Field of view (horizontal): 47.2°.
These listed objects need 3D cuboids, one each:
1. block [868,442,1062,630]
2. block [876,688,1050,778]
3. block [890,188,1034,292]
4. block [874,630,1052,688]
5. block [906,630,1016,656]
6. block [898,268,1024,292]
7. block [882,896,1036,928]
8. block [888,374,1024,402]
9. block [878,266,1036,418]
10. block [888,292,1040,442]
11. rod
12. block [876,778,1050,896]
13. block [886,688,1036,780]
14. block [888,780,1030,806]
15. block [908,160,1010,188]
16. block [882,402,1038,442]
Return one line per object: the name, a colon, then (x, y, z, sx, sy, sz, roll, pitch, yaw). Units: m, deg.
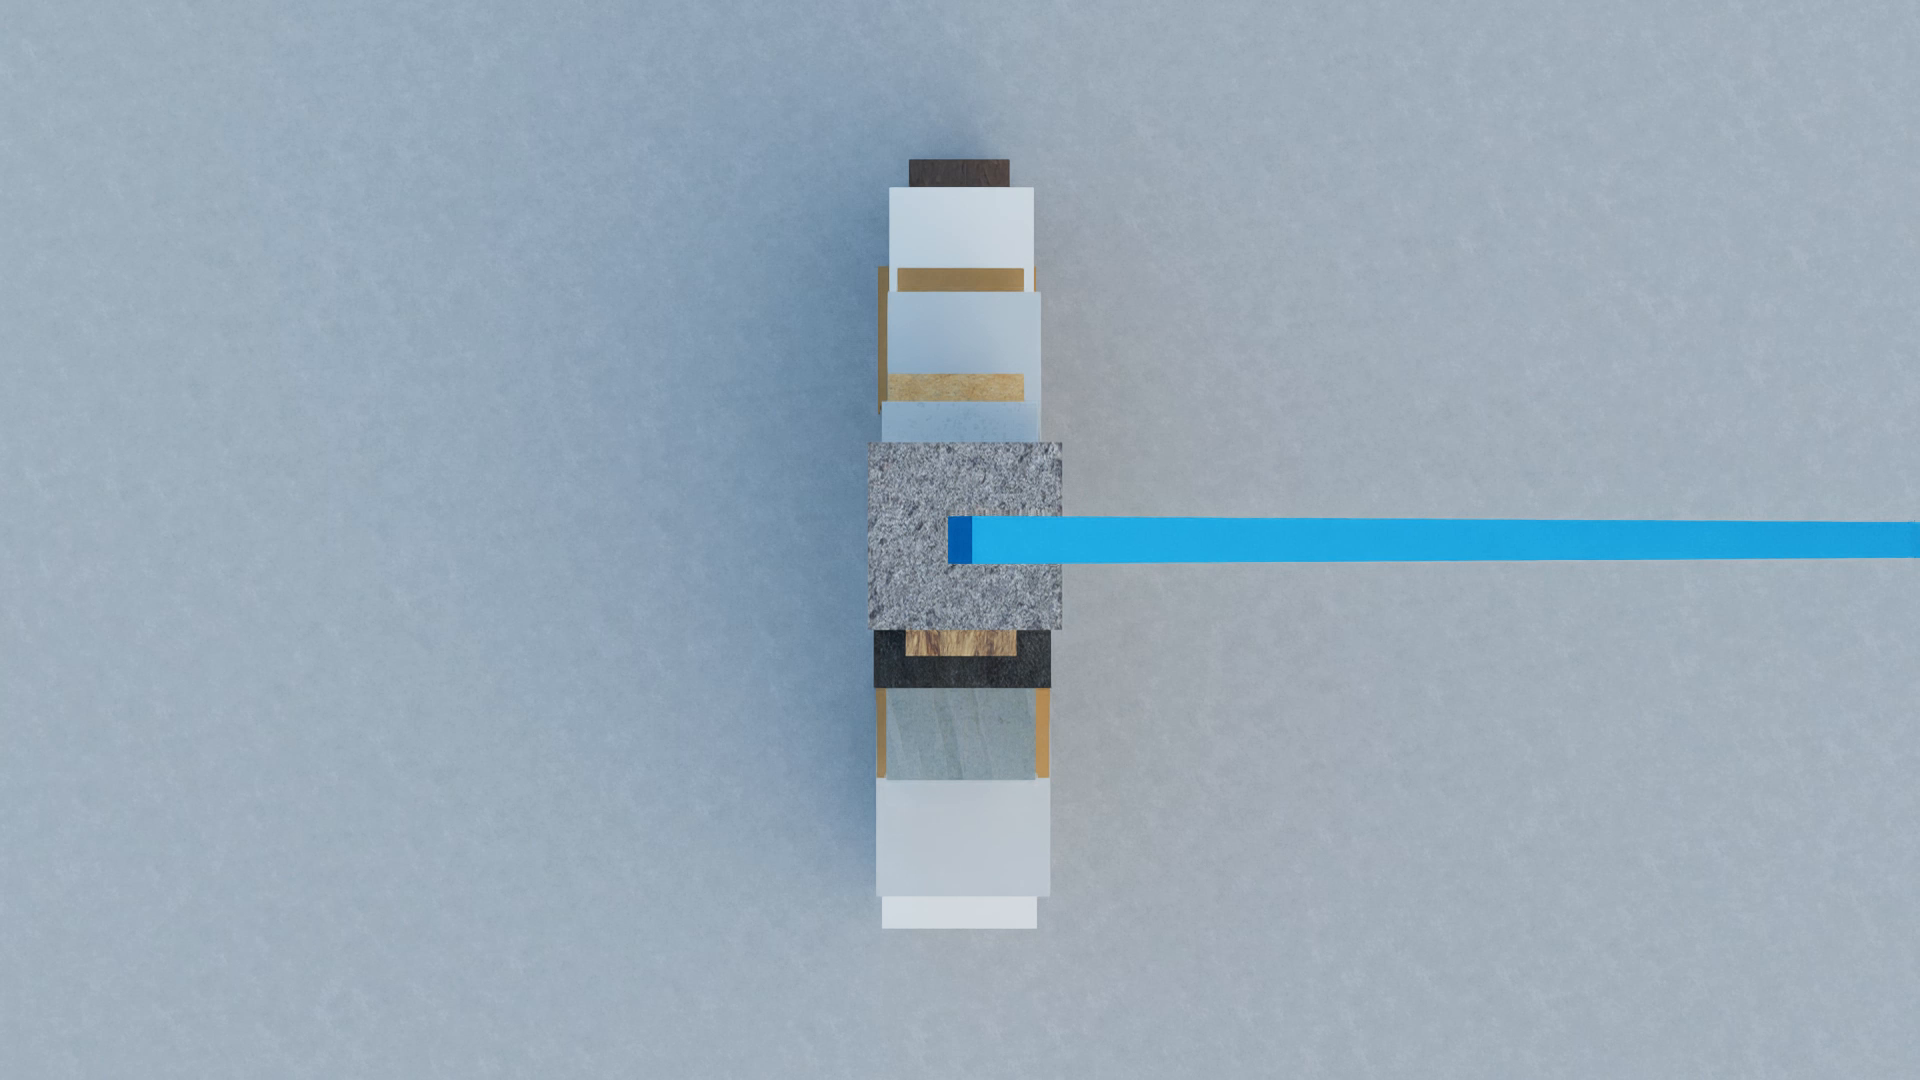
block: (0.017, -0.021, 7.778, 0.664, 0.554, 0.641, 0, 92, 0)
block: (0.015, 0.783, 10.989, 0.835, 0.695, 0.746, 0, 89, 0)
block: (0.008, -1.452, 11.866, 0.755, 0.708, 0.788, 0, 90, 0)
block: (0.009, 0.266, 8.918, 0.695, 0.620, 0.638, 0, 89, 0)
block: (0.004, 0.238, 8.428, 0.415, 0.360, 0.396, 0, 89, 0)
block: (0.003, -0.951, 10.611, 0.600, 0.499, 0.620, 0, 84, 0)
block: (-0.003, 1.761, 12.568, 0.855, 0.864, 0.767, 0, 90, 0)
block: (-0.014, -0.358, 9.094, 0.545, 0.569, 0.607, 0, 89, 0)
block: (-0.016, -1.112, 12.610, 0.878, 0.779, 0.818, 0, 90, 0)
block: (0.018, -0.724, 9.913, 0.664, 0.774, 0.693, 0, 89, 0)
rod: (2.234, 0.000, 5.022, 5.200, 0.080, 0.080, 0, 90, -31)
block: (0.017, 1.403, 11.732, 0.897, 0.808, 0.876, 0, 89, 0)
block: (0.004, 0.669, 9.589, 0.624, 0.732, 0.689, 0, 89, 0)
block: (-0.005, 0.856, 10.296, 0.647, 0.688, 0.697, 0, 89, 0)
block: (-0.004, -1.837, 12.693, 0.567, 0.614, 0.614, 0, 90, 0)
block: (0.000, -0.241, 8.326, 0.573, 0.554, 0.547, 0, 92, 0)
